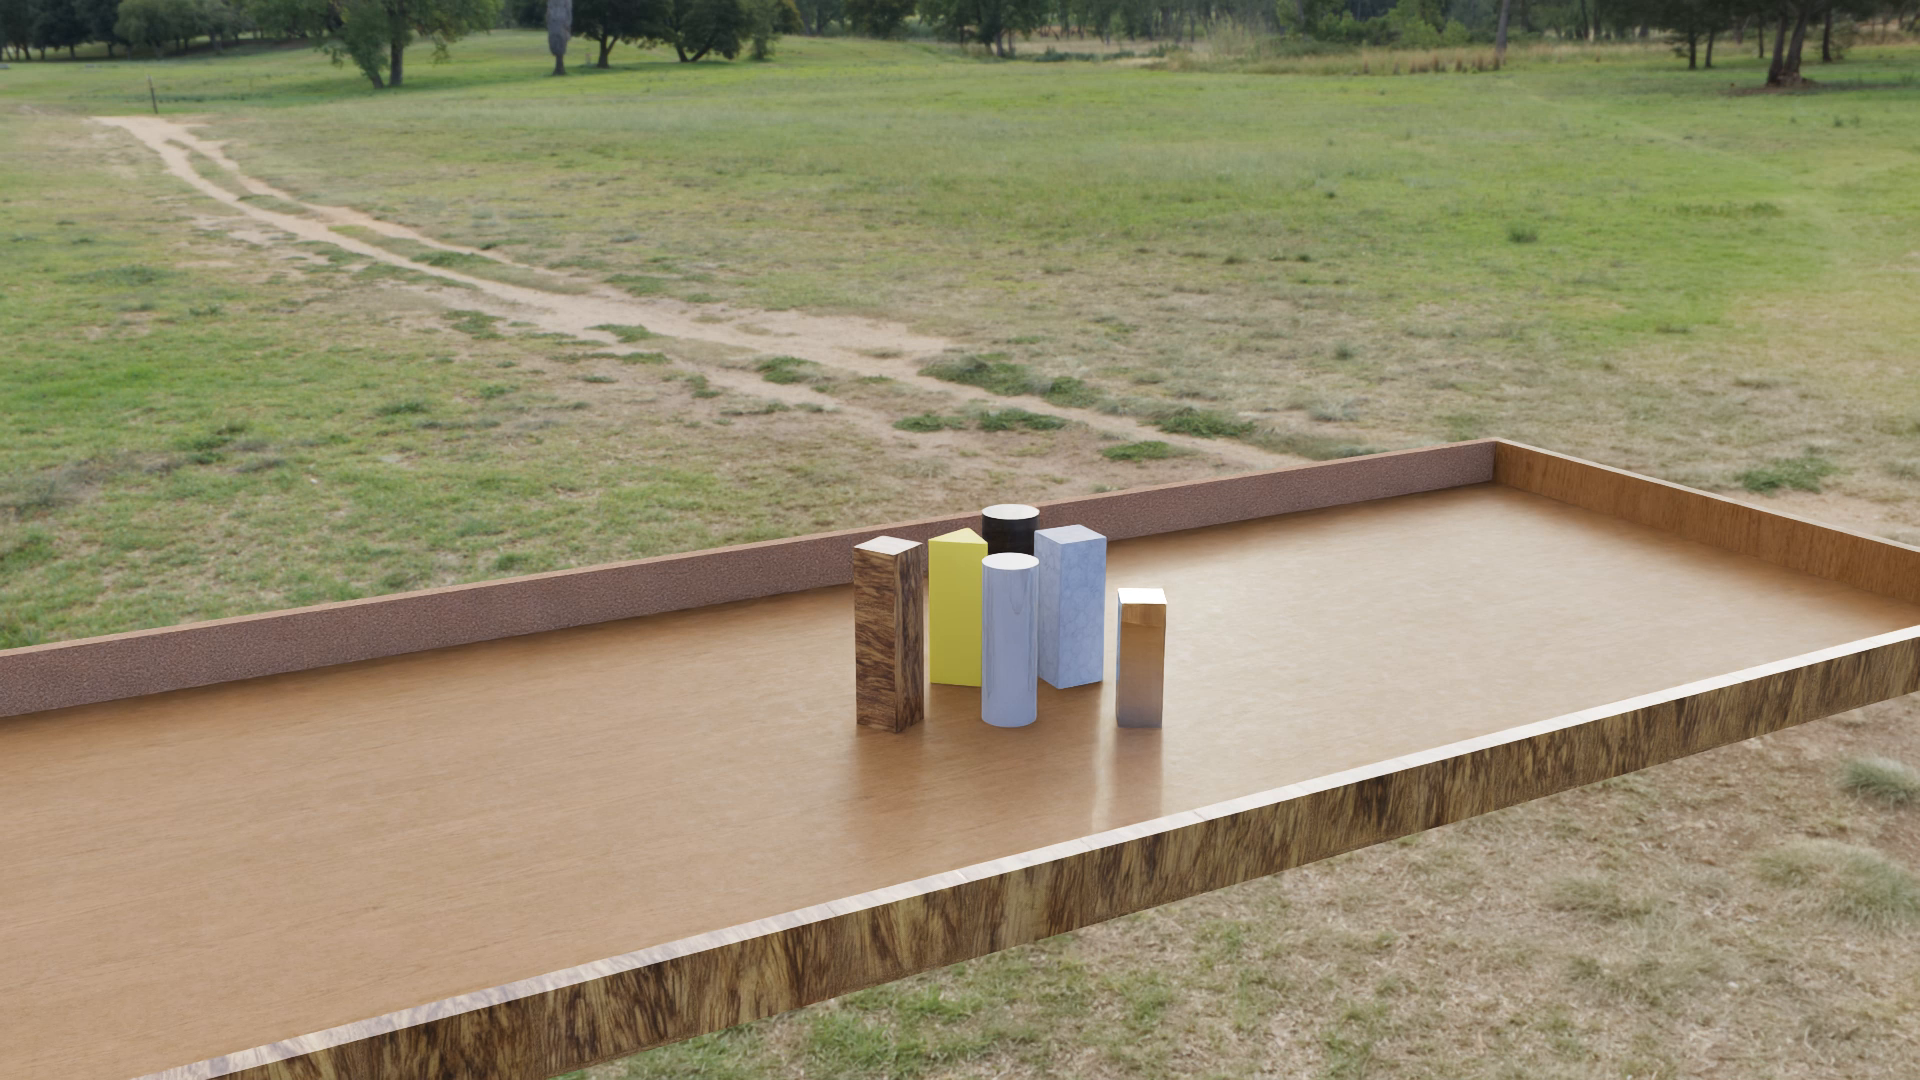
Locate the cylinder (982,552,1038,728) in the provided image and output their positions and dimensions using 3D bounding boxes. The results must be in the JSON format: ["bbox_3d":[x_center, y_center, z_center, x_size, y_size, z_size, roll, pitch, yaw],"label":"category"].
[{"bbox_3d":[0.117,0.234,3.871,0.132,0.387,0.132,0,16,0],"label":"cylinder"}]

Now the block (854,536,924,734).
[{"bbox_3d":[-0.164,0.220,3.837,0.114,0.434,0.114,11,20,33],"label":"block"}]

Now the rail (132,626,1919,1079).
[{"bbox_3d":[-2.336,1.006,1.665,12.000,0.150,0.050,-9,18,-27],"label":"rail"}]

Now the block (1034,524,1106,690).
[{"bbox_3d":[0.272,0.166,4.125,0.130,0.376,0.130,-8,18,-26],"label":"block"}]

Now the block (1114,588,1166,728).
[{"bbox_3d":[0.422,0.277,3.866,0.103,0.308,0.103,0,16,1],"label":"block"}]

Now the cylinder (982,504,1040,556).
[{"bbox_3d":[0.133,0.103,4.353,0.150,0.368,0.150,0,16,0],"label":"cylinder"}]

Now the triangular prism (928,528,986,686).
[{"bbox_3d":[0.007,0.165,4.132,0.144,0.372,0.125,3,17,12],"label":"triangular prism"}]

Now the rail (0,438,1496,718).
[{"bbox_3d":[-3.305,0.497,3.399,12.000,0.150,0.050,-9,18,-27],"label":"rail"}]

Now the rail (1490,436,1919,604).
[{"bbox_3d":[2.466,-0.048,5.253,0.050,0.150,2.100,-9,18,-27],"label":"rail"}]
